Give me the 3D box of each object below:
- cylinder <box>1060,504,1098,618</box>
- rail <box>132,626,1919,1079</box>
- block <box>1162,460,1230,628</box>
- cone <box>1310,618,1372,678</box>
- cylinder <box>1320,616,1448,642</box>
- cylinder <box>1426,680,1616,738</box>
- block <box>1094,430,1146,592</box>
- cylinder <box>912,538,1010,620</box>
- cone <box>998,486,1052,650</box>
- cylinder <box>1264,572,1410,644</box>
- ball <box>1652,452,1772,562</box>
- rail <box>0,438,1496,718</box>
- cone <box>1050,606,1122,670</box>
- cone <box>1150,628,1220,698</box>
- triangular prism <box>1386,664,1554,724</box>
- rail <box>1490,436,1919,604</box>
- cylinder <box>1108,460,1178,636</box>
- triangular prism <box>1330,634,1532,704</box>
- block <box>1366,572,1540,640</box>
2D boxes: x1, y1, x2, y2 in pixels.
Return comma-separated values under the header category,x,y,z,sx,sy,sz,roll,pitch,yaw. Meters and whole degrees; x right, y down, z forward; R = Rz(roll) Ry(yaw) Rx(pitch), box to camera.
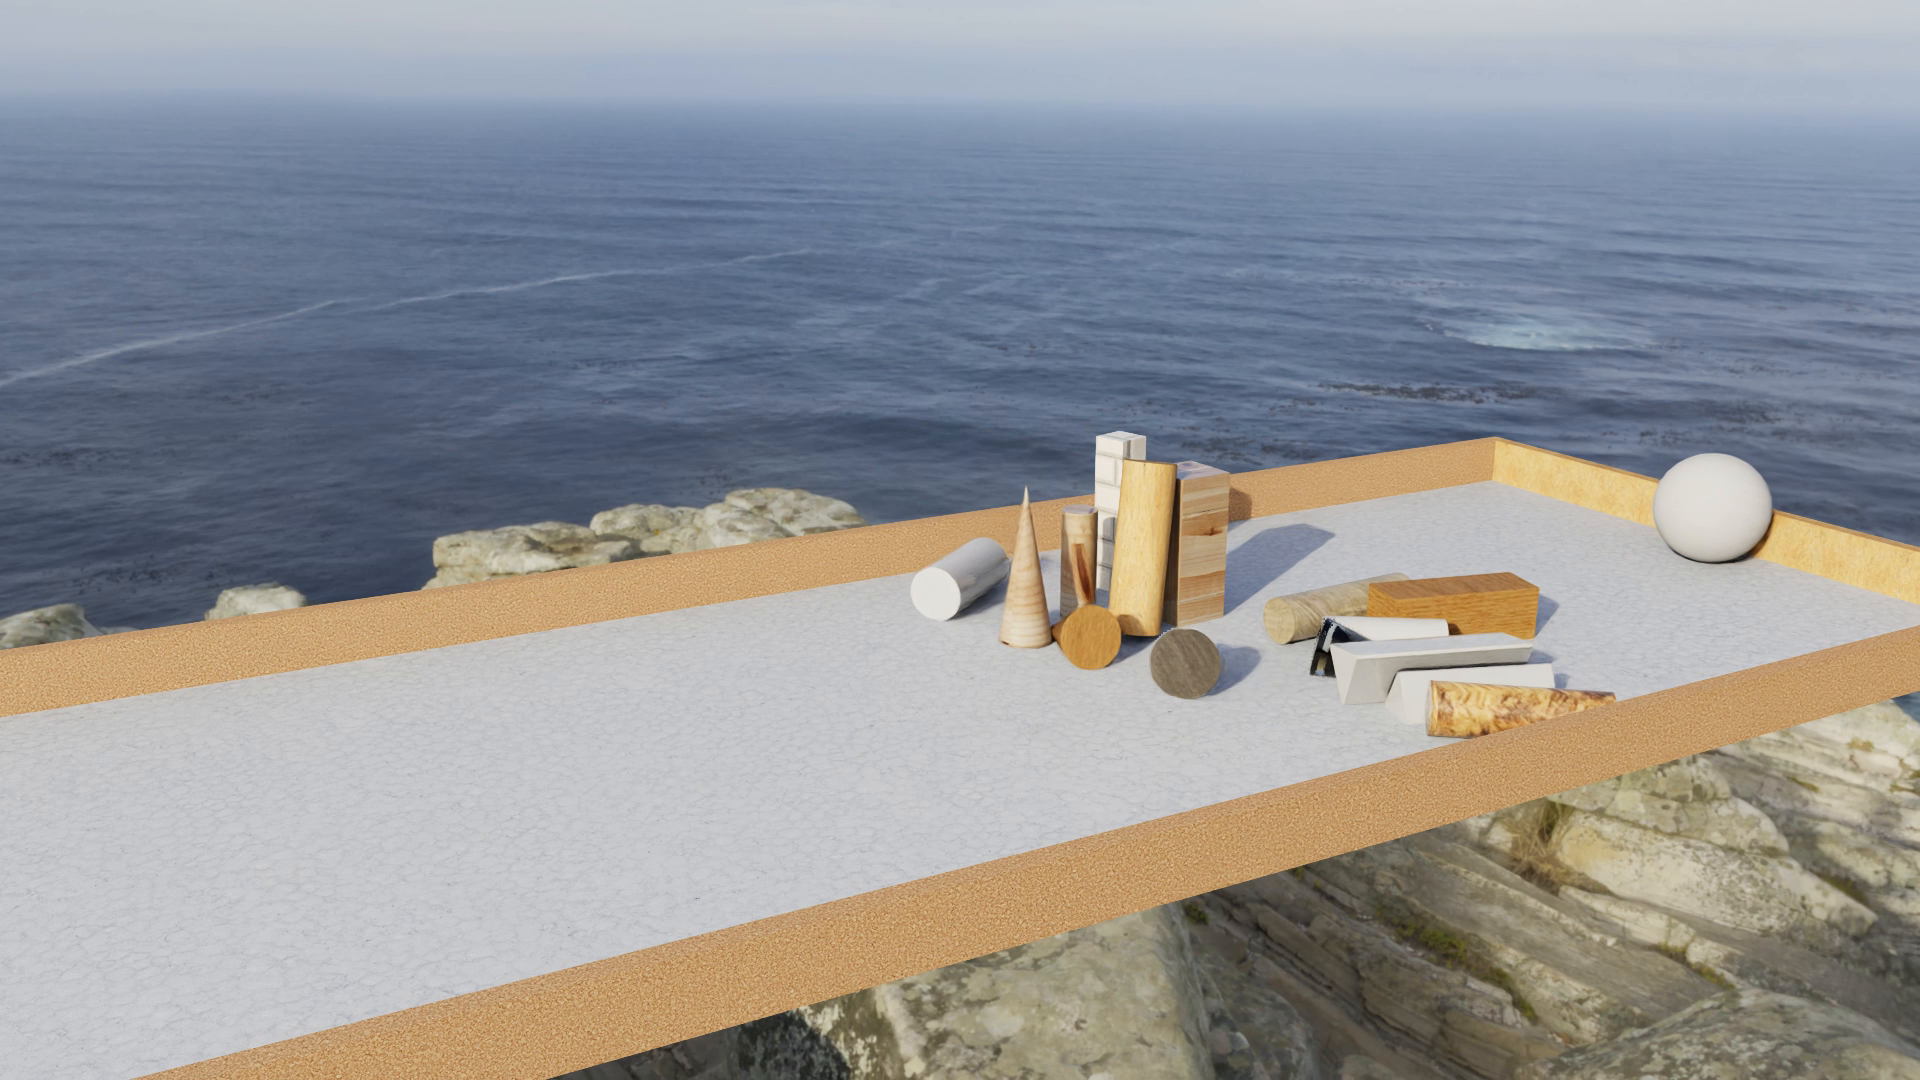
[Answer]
category,x,y,z,sx,sy,sz,roll,pitch,yaw
cylinder,0.331,0.063,4.592,0.101,0.309,0.101,0,16,0
rail,-2.336,1.006,1.665,12.000,0.150,0.050,-9,18,-27
block,0.624,0.009,4.584,0.164,0.418,0.164,-10,19,-31
cone,1.082,0.323,4.122,0.381,0.153,0.153,17,21,16
cylinder,1.101,0.256,4.285,0.309,0.112,0.112,1,16,5
cylinder,1.280,0.398,3.776,0.401,0.128,0.128,3,17,10
block,0.465,-0.080,4.820,0.102,0.456,0.102,-15,22,-41
cylinder,0.004,0.109,4.715,0.153,0.153,0.333,8,18,24
cone,0.175,0.060,4.377,0.148,0.433,0.148,0,16,0
cylinder,1.042,0.184,4.508,0.445,0.125,0.125,-9,19,-29
ball,2.322,-0.100,5.093,0.339,0.339,0.339,0,16,0
rail,-3.305,0.497,3.399,12.000,0.150,0.050,-9,18,-27
cone,0.289,0.246,4.375,0.166,0.166,0.327,-5,3,-16
cone,0.603,0.288,4.223,0.173,0.173,0.410,4,5,15
triangular prism,1.228,0.356,3.945,0.385,0.107,0.123,-3,17,-8
rail,2.466,-0.048,5.253,0.050,0.150,2.100,-9,18,-27
cylinder,0.489,0.019,4.440,0.145,0.460,0.145,5,6,-1
triangular prism,1.152,0.291,4.005,0.455,0.154,0.133,-3,-22,-11
block,1.326,0.191,4.448,0.424,0.144,0.144,-4,17,-13
